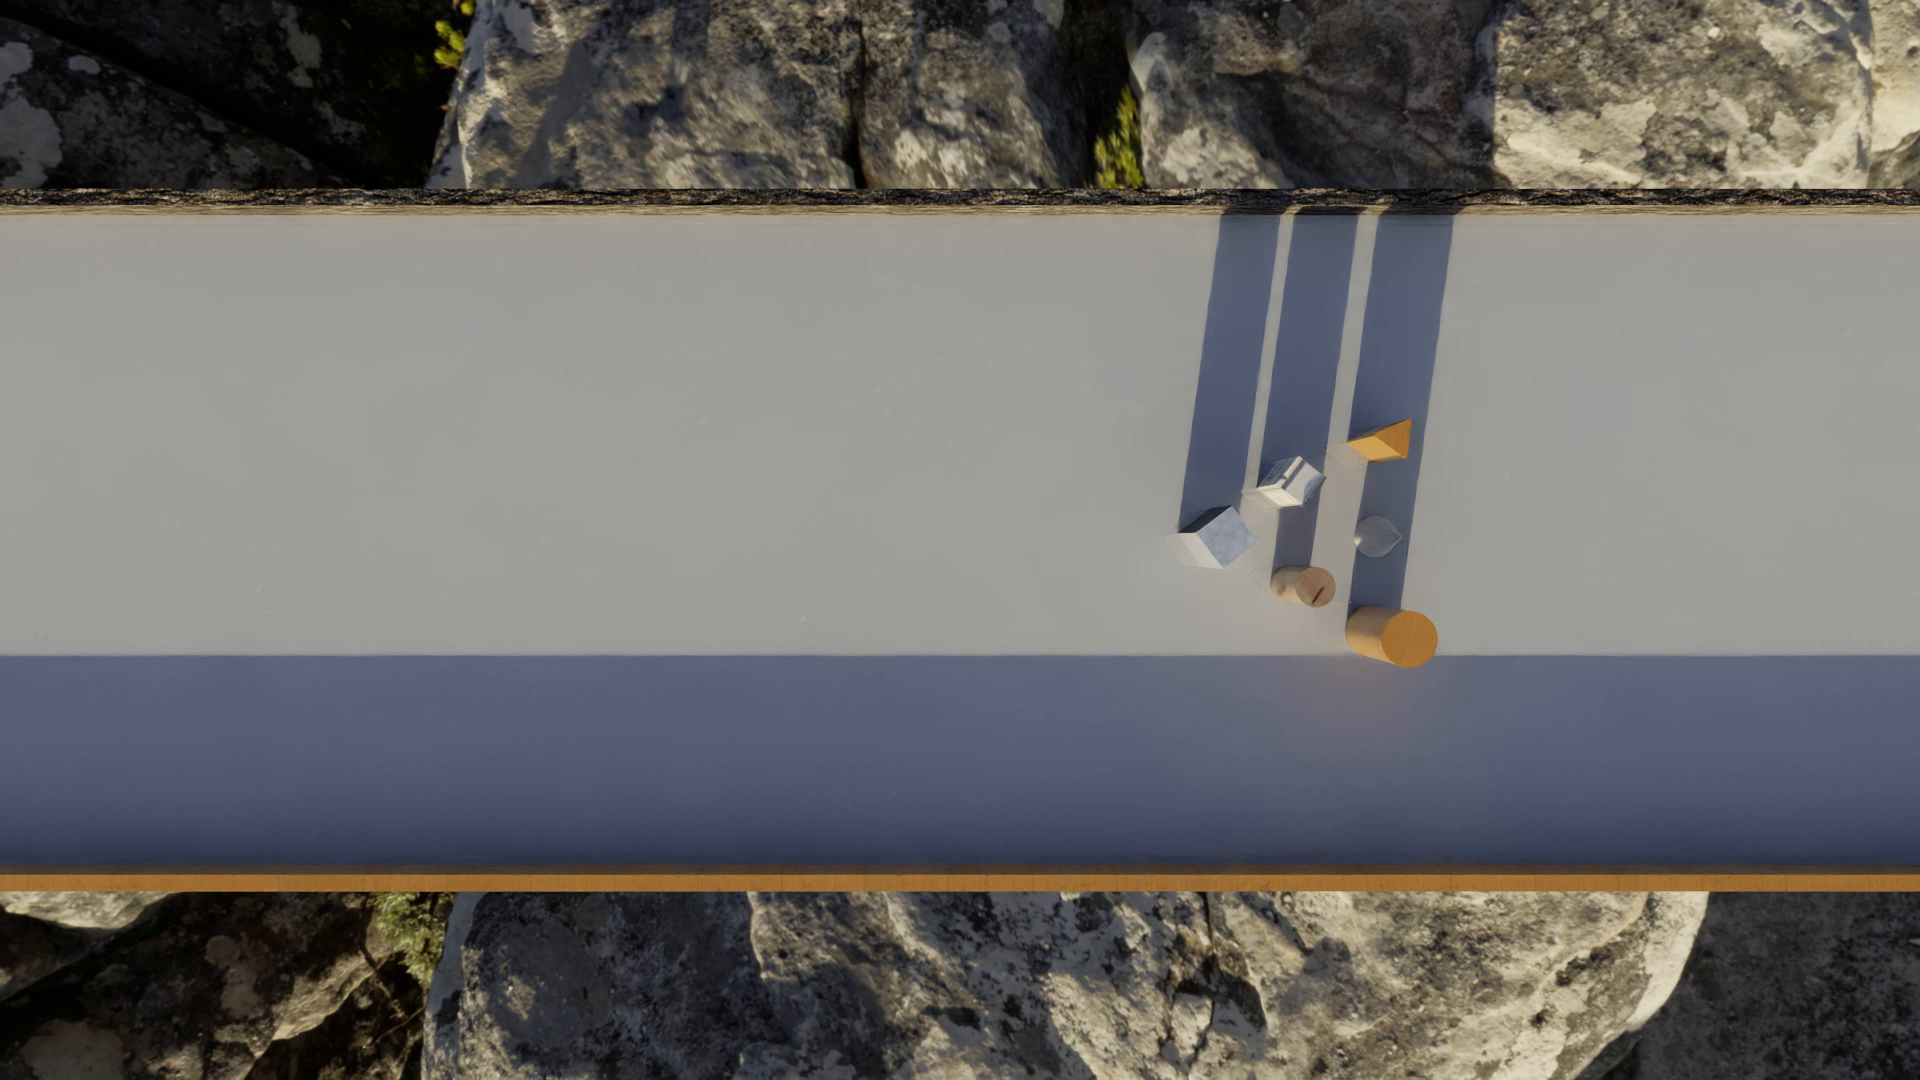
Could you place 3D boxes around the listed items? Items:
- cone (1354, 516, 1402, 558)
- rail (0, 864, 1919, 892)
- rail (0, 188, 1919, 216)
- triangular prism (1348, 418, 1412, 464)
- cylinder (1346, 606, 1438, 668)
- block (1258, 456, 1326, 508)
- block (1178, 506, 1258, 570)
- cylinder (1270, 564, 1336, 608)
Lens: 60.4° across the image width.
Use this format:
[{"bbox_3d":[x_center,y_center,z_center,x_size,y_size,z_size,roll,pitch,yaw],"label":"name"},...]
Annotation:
[{"bbox_3d":[1.278,-0.010,4.920,0.128,0.313,0.128,0,90,0],"label":"cone"},{"bbox_3d":[-2.247,1.025,5.001,12.000,0.150,0.050,0,90,0],"label":"rail"},{"bbox_3d":[-2.247,-1.025,5.002,12.000,0.150,0.050,0,90,0],"label":"rail"},{"bbox_3d":[1.266,-0.309,4.906,0.113,0.342,0.098,37,90,0],"label":"triangular prism"},{"bbox_3d":[1.265,0.280,4.858,0.160,0.437,0.160,0,90,0],"label":"cylinder"},{"bbox_3d":[0.986,-0.170,4.916,0.105,0.320,0.105,38,90,0],"label":"block"},{"bbox_3d":[0.759,-0.008,4.877,0.129,0.399,0.129,-37,90,0],"label":"block"},{"bbox_3d":[1.013,0.134,4.885,0.116,0.383,0.116,0,90,0],"label":"cylinder"}]
